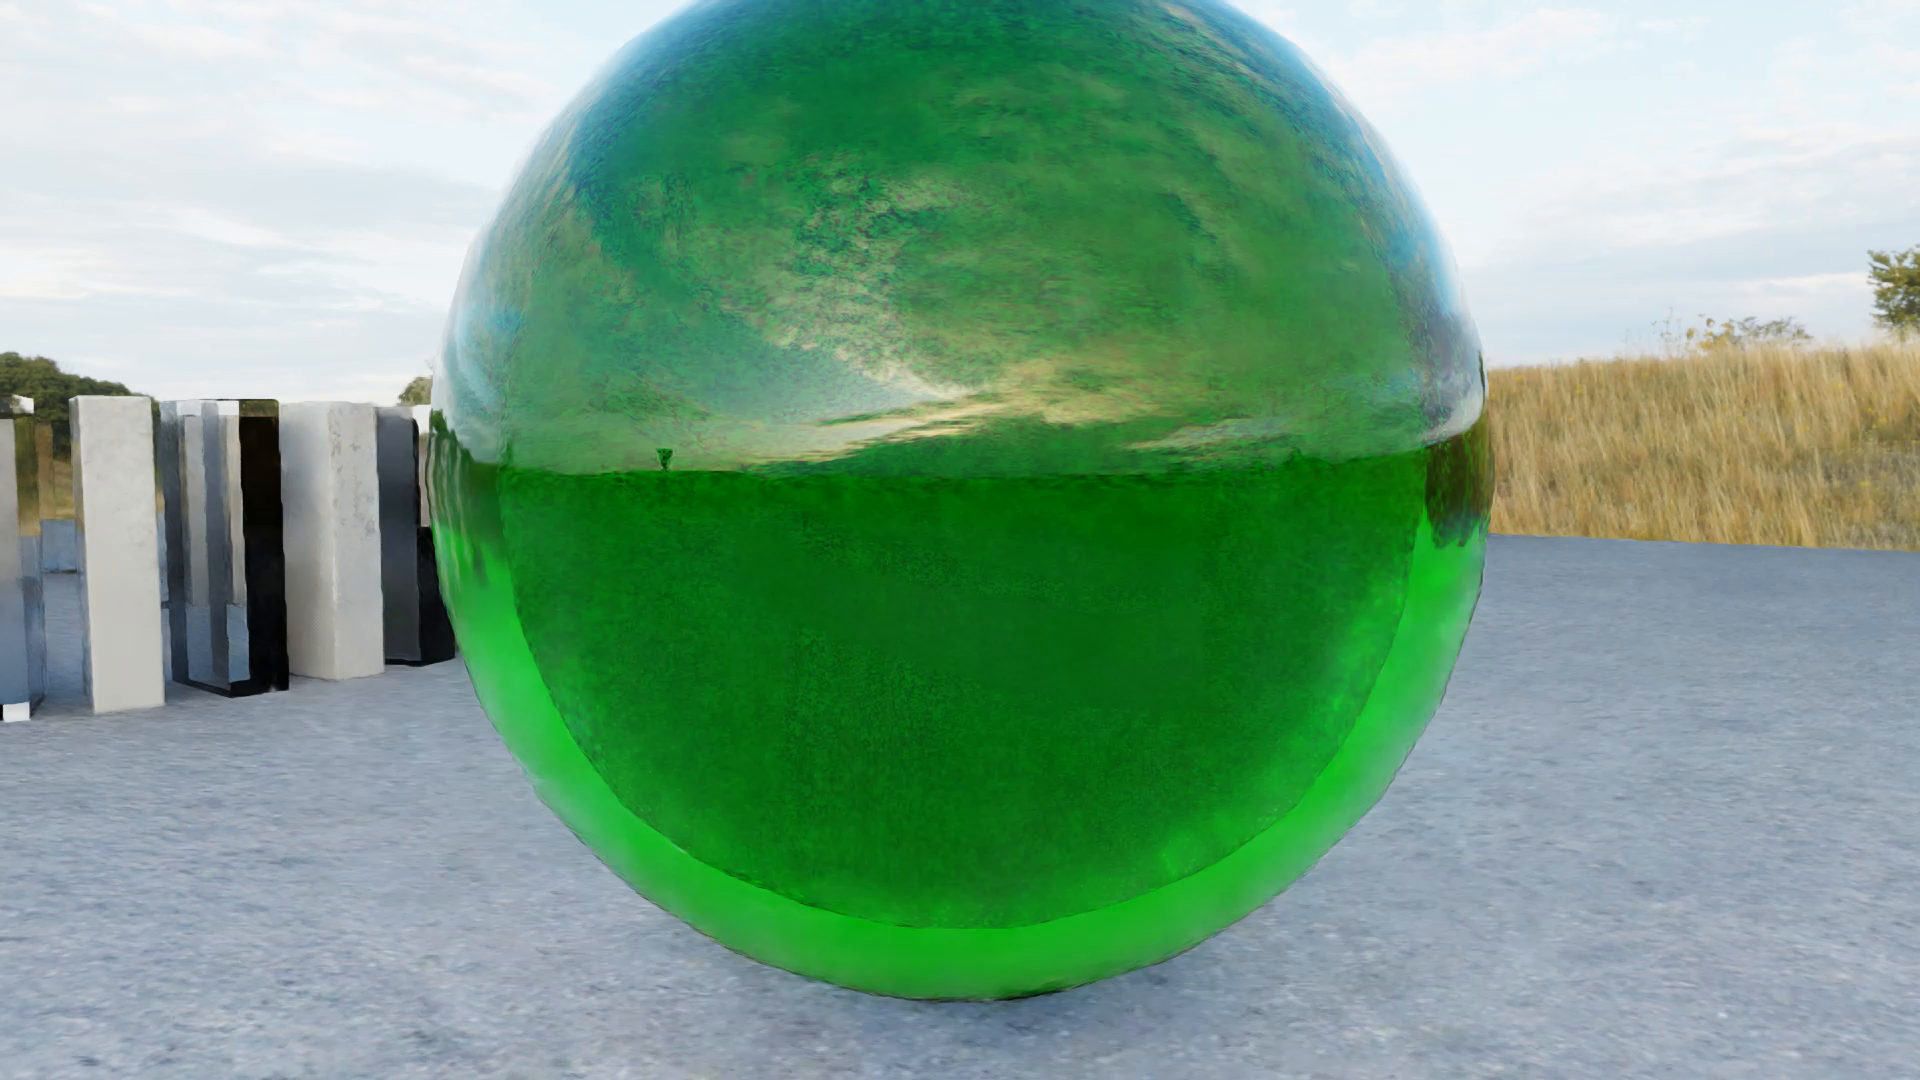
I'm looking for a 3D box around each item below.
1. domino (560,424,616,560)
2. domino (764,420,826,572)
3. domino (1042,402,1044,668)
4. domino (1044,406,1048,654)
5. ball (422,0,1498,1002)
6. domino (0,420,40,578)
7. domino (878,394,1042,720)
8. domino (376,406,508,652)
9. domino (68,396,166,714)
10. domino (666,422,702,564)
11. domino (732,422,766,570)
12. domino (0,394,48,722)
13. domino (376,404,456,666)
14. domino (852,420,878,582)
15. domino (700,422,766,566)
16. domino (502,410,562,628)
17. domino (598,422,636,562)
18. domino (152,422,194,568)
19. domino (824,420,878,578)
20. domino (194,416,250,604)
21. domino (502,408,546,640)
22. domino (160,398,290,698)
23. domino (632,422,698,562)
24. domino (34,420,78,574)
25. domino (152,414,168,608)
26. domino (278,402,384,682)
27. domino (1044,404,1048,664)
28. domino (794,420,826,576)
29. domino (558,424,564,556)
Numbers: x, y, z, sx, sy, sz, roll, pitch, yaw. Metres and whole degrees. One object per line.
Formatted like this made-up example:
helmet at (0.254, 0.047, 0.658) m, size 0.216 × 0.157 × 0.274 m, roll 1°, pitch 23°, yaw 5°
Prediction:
domino at (-0.139, -0.018, 0.481) m, size 0.010 × 0.050 × 0.025 m, roll 1°, pitch 4°, yaw 9°
domino at (-0.054, -0.015, 0.437) m, size 0.010 × 0.050 × 0.025 m, roll 4°, pitch 6°, yaw 40°
domino at (0.002, 0.000, 0.233) m, size 0.025 × 0.050 × 0.010 m, roll 0°, pitch 4°, yaw 6°
domino at (0.006, -0.002, 0.265) m, size 0.025 × 0.050 × 0.010 m, roll 0°, pitch 4°, yaw 5°
ball at (0.000, -0.005, 0.103) m, size 0.080 × 0.080 × 0.080 m, roll 0°, pitch 4°, yaw 0°
domino at (-0.310, -0.014, 0.416) m, size 0.025 × 0.050 × 0.009 m, roll 3°, pitch 5°, yaw 36°
domino at (0.000, 0.002, 0.201) m, size 0.025 × 0.050 × 0.009 m, roll 0°, pitch 4°, yaw 0°
domino at (-0.109, -0.003, 0.268) m, size 0.025 × 0.050 × 0.010 m, roll 1°, pitch 4°, yaw 13°
domino at (-0.140, 0.002, 0.213) m, size 0.009 × 0.050 × 0.025 m, roll -3°, pitch 5°, yaw -38°
domino at (-0.094, -0.017, 0.464) m, size 0.010 × 0.050 × 0.025 m, roll 2°, pitch 5°, yaw 28°
domino at (-0.067, -0.016, 0.447) m, size 0.010 × 0.050 × 0.025 m, roll 3°, pitch 5°, yaw 36°
domino at (-0.154, 0.002, 0.204) m, size 0.009 × 0.050 × 0.025 m, roll -2°, pitch 5°, yaw -30°
domino at (-0.113, -0.001, 0.252) m, size 0.025 × 0.050 × 0.009 m, roll 2°, pitch 5°, yaw 20°
domino at (-0.020, -0.013, 0.403) m, size 0.025 × 0.050 × 0.010 m, roll -3°, pitch 5°, yaw -37°
domino at (-0.080, -0.017, 0.456) m, size 0.009 × 0.050 × 0.025 m, roll 3°, pitch 5°, yaw 33°
domino at (-0.107, -0.005, 0.300) m, size 0.025 × 0.050 × 0.010 m, roll -1°, pitch 4°, yaw -11°
domino at (-0.123, -0.018, 0.477) m, size 0.010 × 0.050 × 0.025 m, roll 1°, pitch 4°, yaw 16°
domino at (-0.277, -0.016, 0.451) m, size 0.010 × 0.050 × 0.025 m, roll -3°, pitch 5°, yaw -38°
domino at (-0.031, -0.014, 0.415) m, size 0.025 × 0.050 × 0.010 m, roll -4°, pitch 6°, yaw -42°
domino at (-0.202, -0.009, 0.353) m, size 0.010 × 0.050 × 0.025 m, roll -4°, pitch 6°, yaw -40°
domino at (-0.106, -0.004, 0.284) m, size 0.025 × 0.050 × 0.010 m, roll 0°, pitch 4°, yaw 5°
domino at (-0.129, 0.001, 0.224) m, size 0.025 × 0.050 × 0.009 m, roll 3°, pitch 6°, yaw 39°
domino at (-0.108, -0.018, 0.471) m, size 0.010 × 0.050 × 0.025 m, roll 2°, pitch 5°, yaw 23°
domino at (-0.300, -0.015, 0.428) m, size 0.025 × 0.050 × 0.010 m, roll 4°, pitch 6°, yaw 40°
domino at (-0.213, -0.008, 0.342) m, size 0.025 × 0.050 × 0.010 m, roll 4°, pitch 6°, yaw 40°
domino at (-0.120, 0.000, 0.238) m, size 0.025 × 0.050 × 0.009 m, roll 2°, pitch 5°, yaw 28°
domino at (0.004, -0.001, 0.249) m, size 0.025 × 0.050 × 0.009 m, roll 0°, pitch 4°, yaw 6°
domino at (-0.042, -0.014, 0.426) m, size 0.010 × 0.050 × 0.025 m, roll 4°, pitch 6°, yaw 44°
domino at (-0.155, -0.019, 0.482) m, size 0.010 × 0.050 × 0.025 m, roll 0°, pitch 4°, yaw 4°
